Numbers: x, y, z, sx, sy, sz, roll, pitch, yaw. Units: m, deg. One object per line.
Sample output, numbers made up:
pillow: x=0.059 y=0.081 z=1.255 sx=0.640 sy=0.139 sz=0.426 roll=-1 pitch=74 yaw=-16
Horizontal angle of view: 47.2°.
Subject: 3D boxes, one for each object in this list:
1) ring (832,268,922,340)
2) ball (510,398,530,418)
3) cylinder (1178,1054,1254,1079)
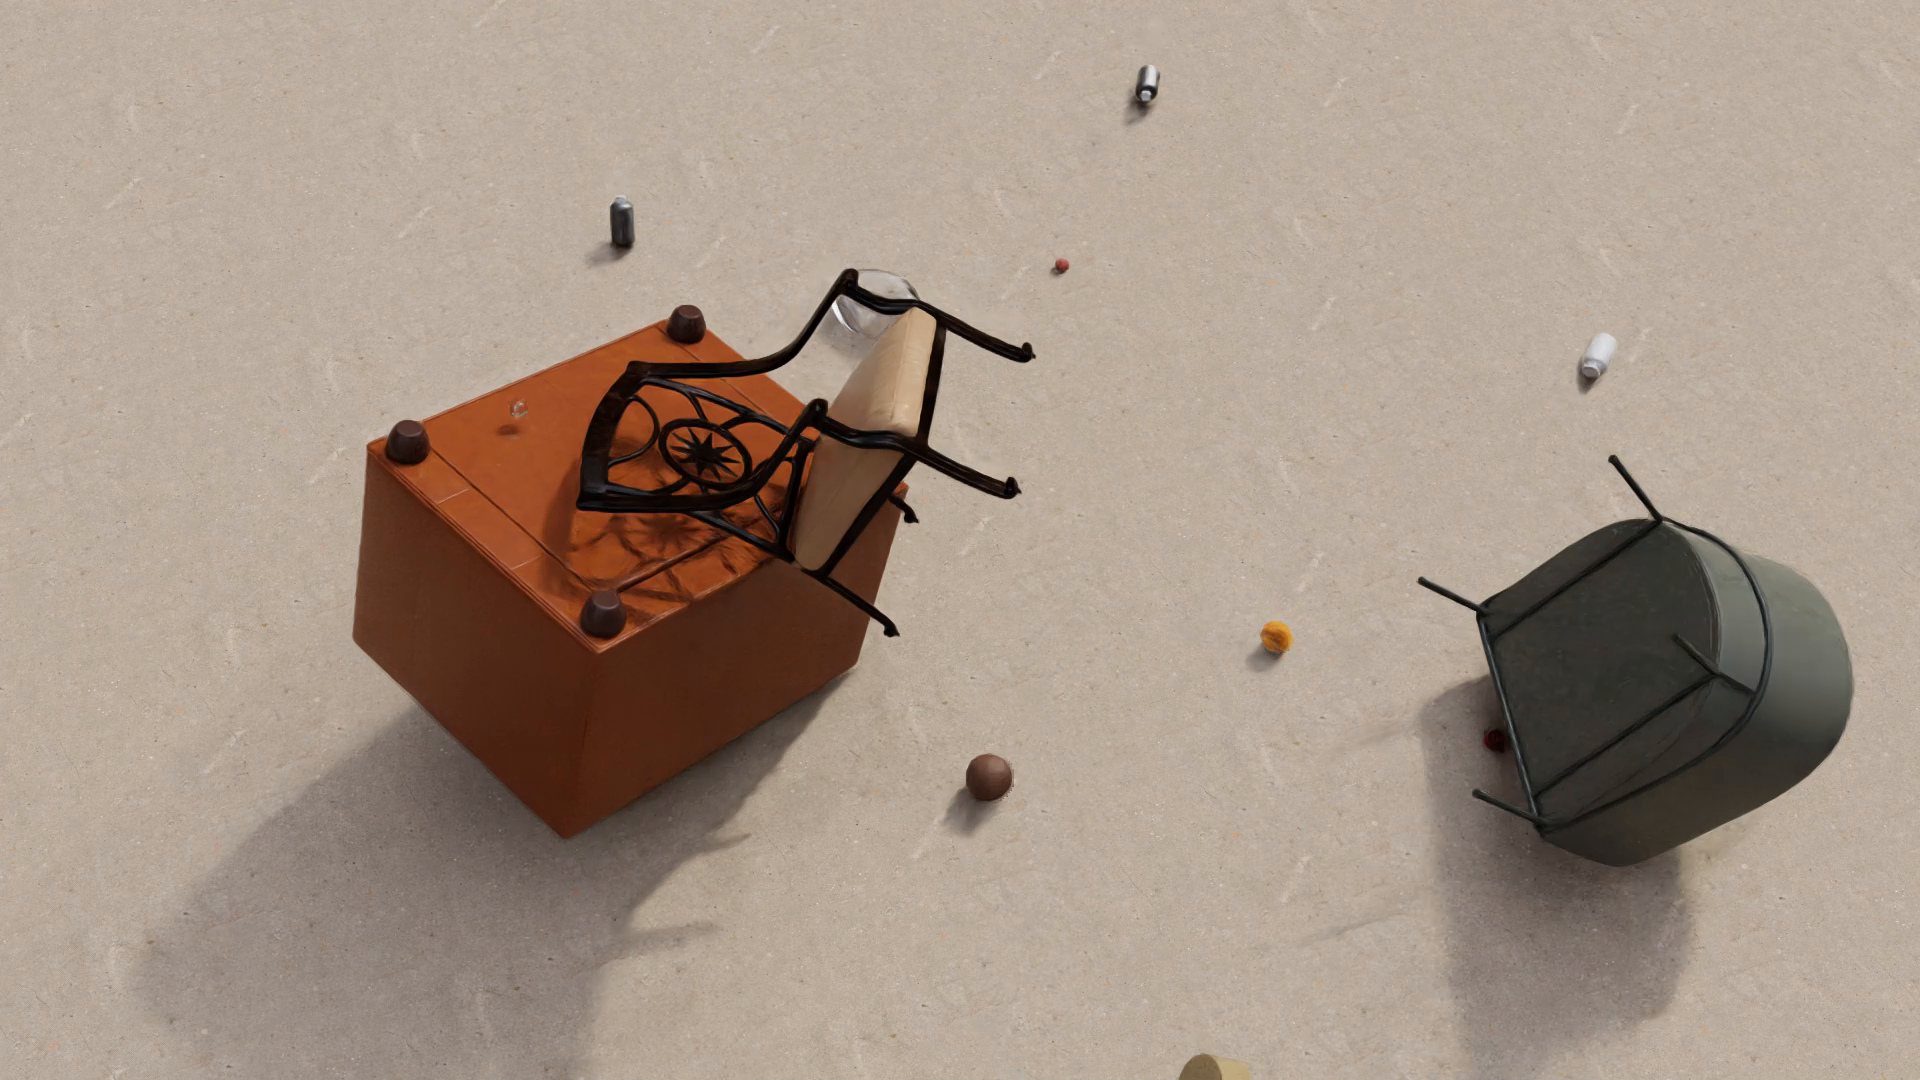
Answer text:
ring: x=-0.266 y=-0.754 z=7.023 sx=0.297 sy=0.096 sz=0.253 roll=23 pitch=59 yaw=12
ball: x=-1.132 y=-0.338 z=5.648 sx=0.050 sy=0.050 sz=0.050 roll=0 pitch=56 yaw=0
cylinder: x=0.636 y=1.390 z=5.475 sx=0.143 sy=0.144 sz=0.205 roll=-1 pitch=73 yaw=43
